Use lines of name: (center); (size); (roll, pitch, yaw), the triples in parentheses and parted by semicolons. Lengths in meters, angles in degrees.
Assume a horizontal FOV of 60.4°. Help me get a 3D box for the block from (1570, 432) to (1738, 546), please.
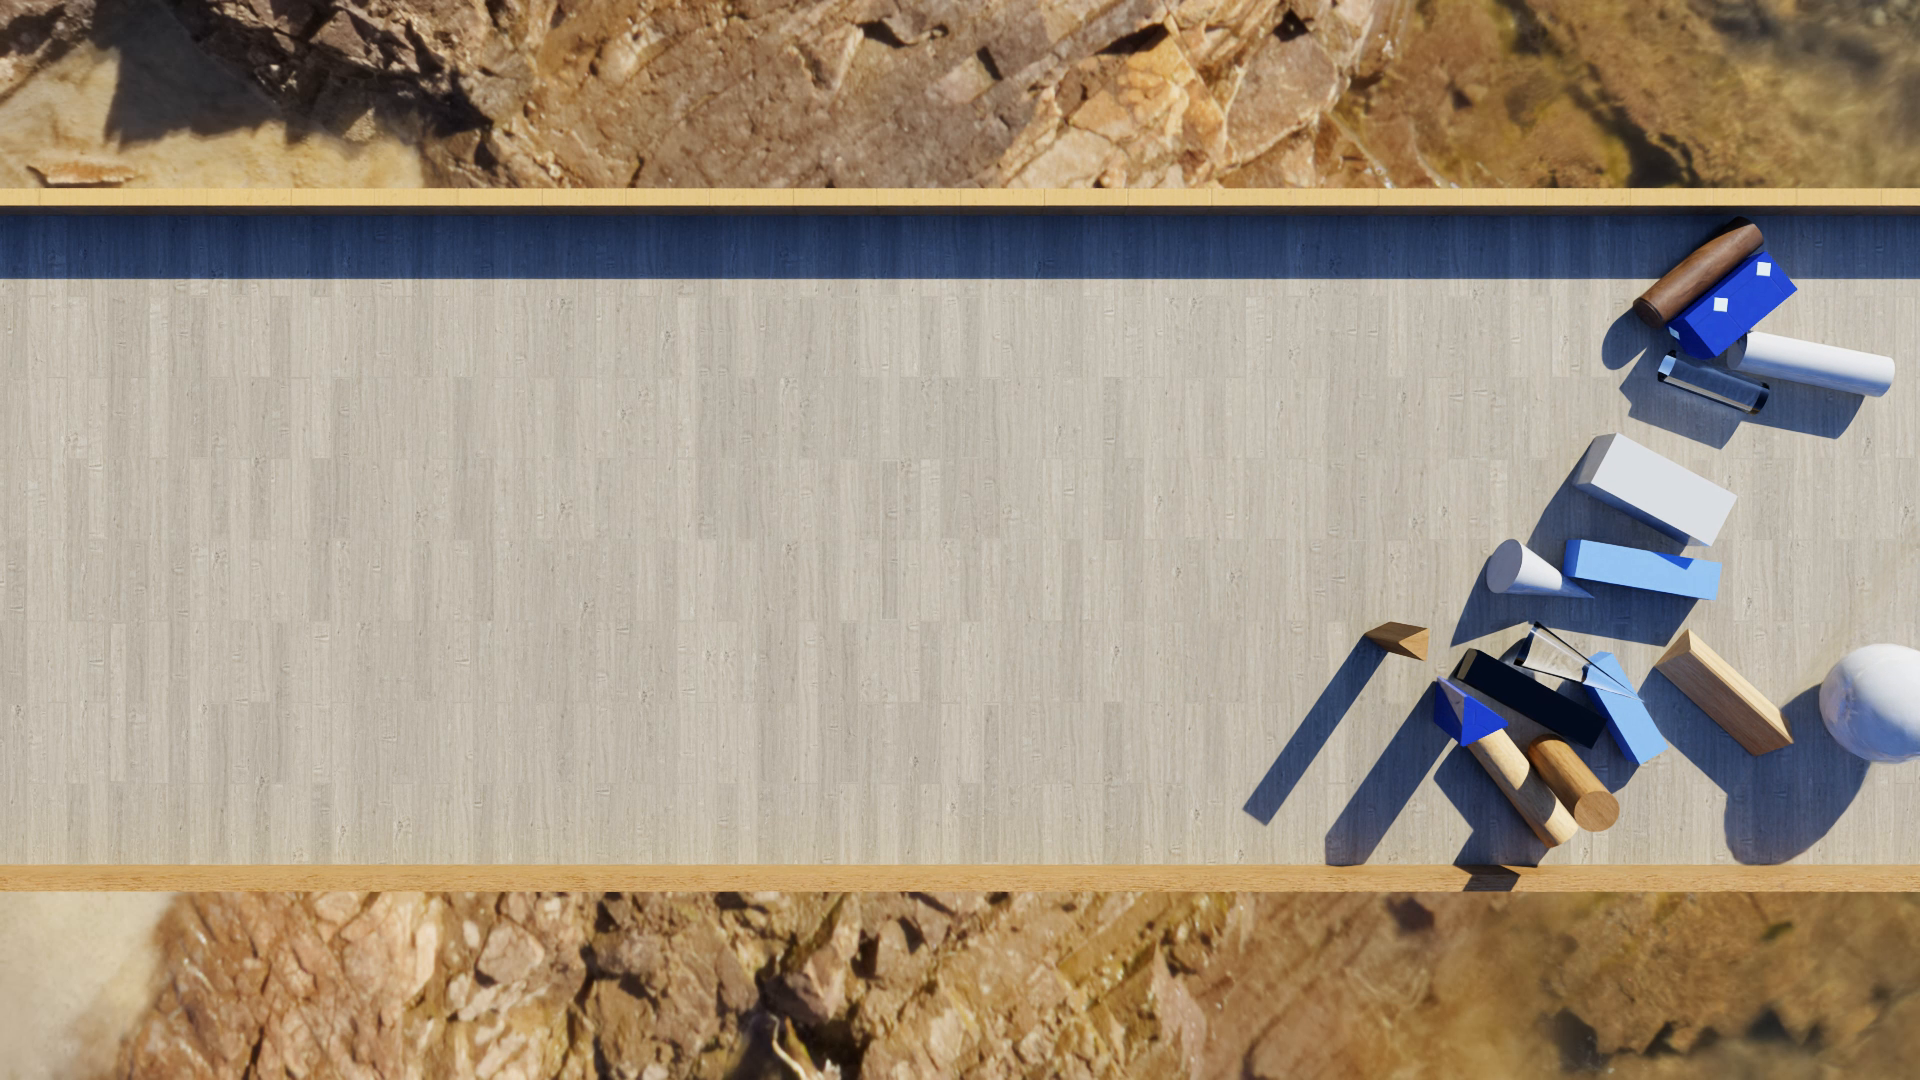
block: (2.096, -0.150, 4.992); (0.405, 0.169, 0.169); (28, 90, 0)

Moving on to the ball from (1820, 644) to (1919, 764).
ball: (2.753, 0.485, 4.899); (0.355, 0.355, 0.355); (0, 90, 0)

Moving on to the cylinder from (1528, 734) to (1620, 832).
cylinder: (1.794, 0.707, 4.840); (0.125, 0.456, 0.125); (1, 104, 2)

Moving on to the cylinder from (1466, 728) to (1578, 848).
cylinder: (1.705, 0.739, 5.019); (0.116, 0.116, 0.408); (-38, 90, 0)

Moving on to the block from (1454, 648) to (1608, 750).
block: (1.736, 0.482, 5.025); (0.441, 0.102, 0.102); (29, 90, 0)

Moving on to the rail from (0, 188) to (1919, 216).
rail: (-2.247, -1.025, 5.002); (12.000, 0.150, 0.050); (0, 90, 0)

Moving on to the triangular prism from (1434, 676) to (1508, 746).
triangular prism: (1.487, 0.489, 4.897); (0.145, 0.342, 0.126); (-27, 93, 5)

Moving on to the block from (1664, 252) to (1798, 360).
block: (2.334, -0.706, 5.002); (0.316, 0.150, 0.150); (-40, 90, 0)

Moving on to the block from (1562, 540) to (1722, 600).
block: (2.072, 0.090, 5.020); (0.430, 0.113, 0.113); (10, 90, 0)

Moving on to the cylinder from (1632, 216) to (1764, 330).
cylinder: (2.245, -0.812, 5.019); (0.400, 0.116, 0.116); (-39, 90, 0)

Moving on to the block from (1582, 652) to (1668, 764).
block: (2.011, 0.510, 5.026); (0.100, 0.100, 0.332); (-31, 90, 0)

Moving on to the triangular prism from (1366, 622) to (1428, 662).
triangular prism: (1.304, 0.284, 4.873); (0.093, 0.407, 0.080); (35, 90, 0)

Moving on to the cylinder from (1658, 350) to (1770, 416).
cylinder: (2.294, -0.480, 5.025); (0.300, 0.104, 0.104); (20, 90, 0)

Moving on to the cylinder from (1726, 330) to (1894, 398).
cylinder: (2.583, -0.537, 5.014); (0.450, 0.125, 0.125); (11, 90, 0)

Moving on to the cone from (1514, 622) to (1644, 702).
cone: (1.870, 0.395, 4.941); (0.376, 0.151, 0.151); (28, 90, 20)

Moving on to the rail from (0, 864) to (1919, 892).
rail: (-2.247, 1.025, 5.001); (12.000, 0.150, 0.050); (0, 90, 0)

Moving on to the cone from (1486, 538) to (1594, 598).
cone: (1.802, 0.129, 5.034); (0.336, 0.172, 0.172); (18, 90, -15)

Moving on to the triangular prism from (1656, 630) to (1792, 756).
triangular prism: (2.341, 0.469, 5.006); (0.415, 0.133, 0.154); (42, 90, 0)
